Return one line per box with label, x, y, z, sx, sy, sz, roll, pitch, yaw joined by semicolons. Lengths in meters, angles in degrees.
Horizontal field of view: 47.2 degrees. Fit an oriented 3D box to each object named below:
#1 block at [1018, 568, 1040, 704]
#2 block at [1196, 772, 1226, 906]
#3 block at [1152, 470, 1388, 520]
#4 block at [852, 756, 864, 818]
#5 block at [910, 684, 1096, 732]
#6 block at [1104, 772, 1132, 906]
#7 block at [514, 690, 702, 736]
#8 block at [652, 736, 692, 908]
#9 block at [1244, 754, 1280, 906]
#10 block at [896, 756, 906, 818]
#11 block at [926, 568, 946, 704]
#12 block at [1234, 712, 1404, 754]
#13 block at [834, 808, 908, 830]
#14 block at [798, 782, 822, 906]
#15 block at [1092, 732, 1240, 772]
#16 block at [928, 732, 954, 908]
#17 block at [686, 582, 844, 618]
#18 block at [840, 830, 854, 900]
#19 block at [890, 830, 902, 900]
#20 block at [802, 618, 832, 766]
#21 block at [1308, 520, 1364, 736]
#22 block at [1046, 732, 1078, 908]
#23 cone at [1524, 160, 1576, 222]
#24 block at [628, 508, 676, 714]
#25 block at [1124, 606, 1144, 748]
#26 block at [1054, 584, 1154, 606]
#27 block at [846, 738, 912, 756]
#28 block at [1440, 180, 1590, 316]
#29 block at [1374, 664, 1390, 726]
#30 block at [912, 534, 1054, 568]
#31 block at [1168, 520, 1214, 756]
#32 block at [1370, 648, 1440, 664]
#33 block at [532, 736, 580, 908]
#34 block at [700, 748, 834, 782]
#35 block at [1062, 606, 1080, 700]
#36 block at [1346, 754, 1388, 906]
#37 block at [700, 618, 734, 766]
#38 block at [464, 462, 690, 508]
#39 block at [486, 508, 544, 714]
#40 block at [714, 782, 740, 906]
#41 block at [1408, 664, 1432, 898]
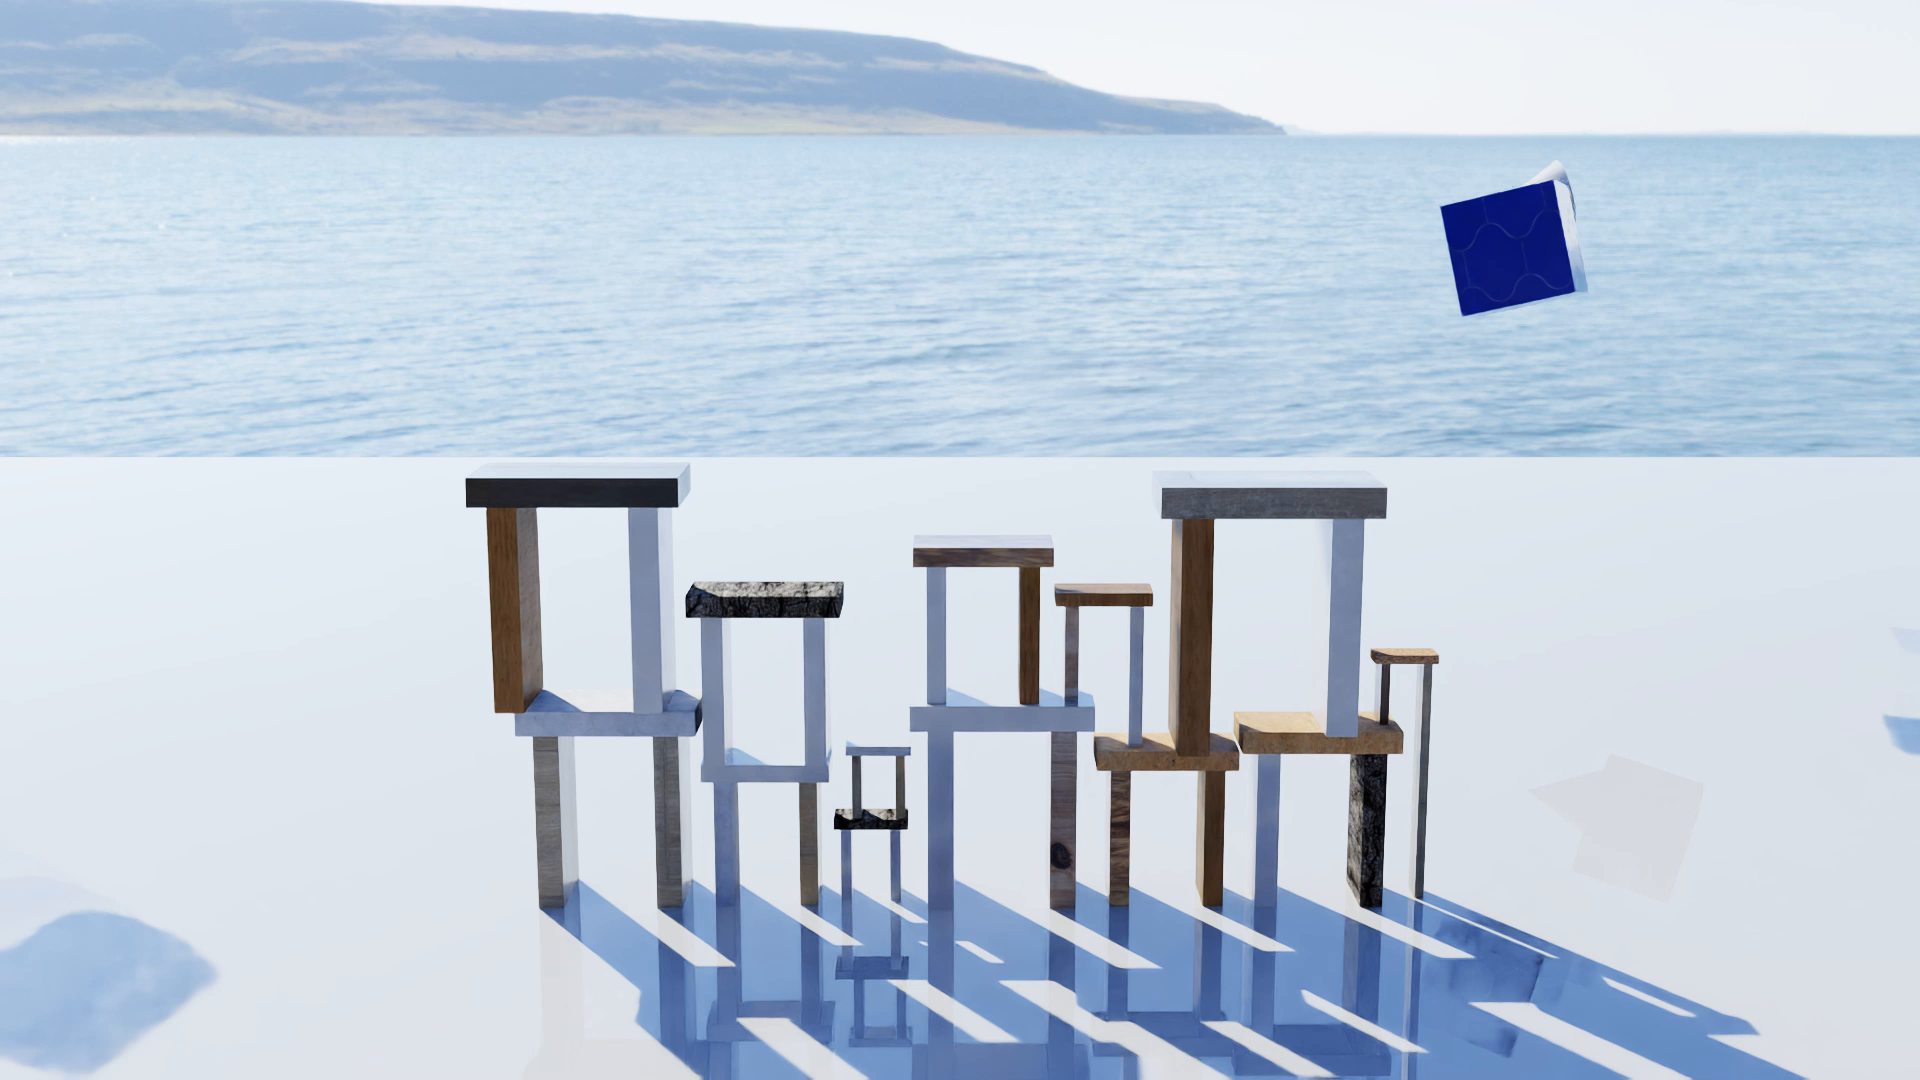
block;0.112;0.144;3.586;0.032;0.225;0.113;0;11;0
block;0.415;0.477;3.644;0.033;0.230;0.115;0;11;0
block;0.494;-0.074;3.543;0.355;0.050;0.177;0;11;0
block;-0.169;0.401;3.634;0.015;0.107;0.054;0;11;0
block;0.068;0.275;3.613;0.299;0.042;0.149;0;11;0
block;0.261;0.477;3.644;0.033;0.230;0.115;0;11;0
block;-0.572;0.284;3.614;0.291;0.041;0.145;0;11;0
block;-0.475;0.447;3.644;0.041;0.291;0.145;0;11;0
block;0.501;0.462;3.647;0.037;0.259;0.130;0;11;0
block;-0.098;0.401;3.634;0.015;0.107;0.054;0;11;0
block;-0.038;0.144;3.586;0.032;0.225;0.113;0;11;0
block;0.588;0.317;3.620;0.259;0.037;0.130;0;11;0
block;-0.147;0.462;3.644;0.122;0.017;0.061;0;11;0
block;-0.247;0.488;3.647;0.030;0.209;0.104;0;11;0
block;0.338;0.348;3.620;0.230;0.033;0.115;0;11;0
block;-0.031;0.443;3.645;0.042;0.299;0.149;0;11;0
block;-0.316;0.096;3.575;0.247;0.035;0.123;0;10;0
block;-0.187;0.530;3.657;0.017;0.122;0.061;0;11;0
block;-0.106;0.530;3.657;0.017;0.122;0.061;0;11;0
block;-0.233;0.235;3.600;0.035;0.247;0.123;0;10;0
block;0.612;0.125;3.580;0.050;0.355;0.177;0;11;0
block;0.168;0.443;3.645;0.042;0.299;0.149;0;11;0
cone;1.546;-0.905;6.058;0.235;0.235;0.235;-12;10;3
block;-0.500;0.099;3.580;0.047;0.335;0.167;0;11;0
block;0.286;0.216;3.602;0.022;0.235;0.078;0;11;0
block;0.233;0.089;3.579;0.157;0.022;0.078;0;11;0
block;-0.134;0.341;3.623;0.107;0.015;0.054;0;11;0
block;1.395;-0.727;5.521;0.278;0.278;0.278;-11;1;23
block;0.693;0.248;3.611;0.015;0.103;0.051;0;11;0
block;0.037;0.018;3.563;0.225;0.032;0.113;0;11;0
block;0.376;0.141;3.583;0.050;0.387;0.177;0;11;0
block;0.727;0.190;3.600;0.103;0.015;0.051;0;11;0
block;-0.669;0.447;3.644;0.041;0.291;0.145;0;11;0
block;-0.317;0.371;3.625;0.209;0.030;0.104;0;10;0
block;0.181;0.177;3.595;0.022;0.157;0.078;0;11;0
block;0.674;0.462;3.647;0.037;0.259;0.130;0;11;0
block;-0.398;0.235;3.601;0.035;0.247;0.123;0;10;0
block;-0.612;-0.089;3.546;0.335;0.047;0.167;0;11;0
block;-0.724;0.099;3.581;0.047;0.335;0.167;0;11;0
block;-0.387;0.488;3.647;0.030;0.209;0.104;0;10;0
block;0.762;0.393;3.638;0.015;0.399;0.051;0;11;0
